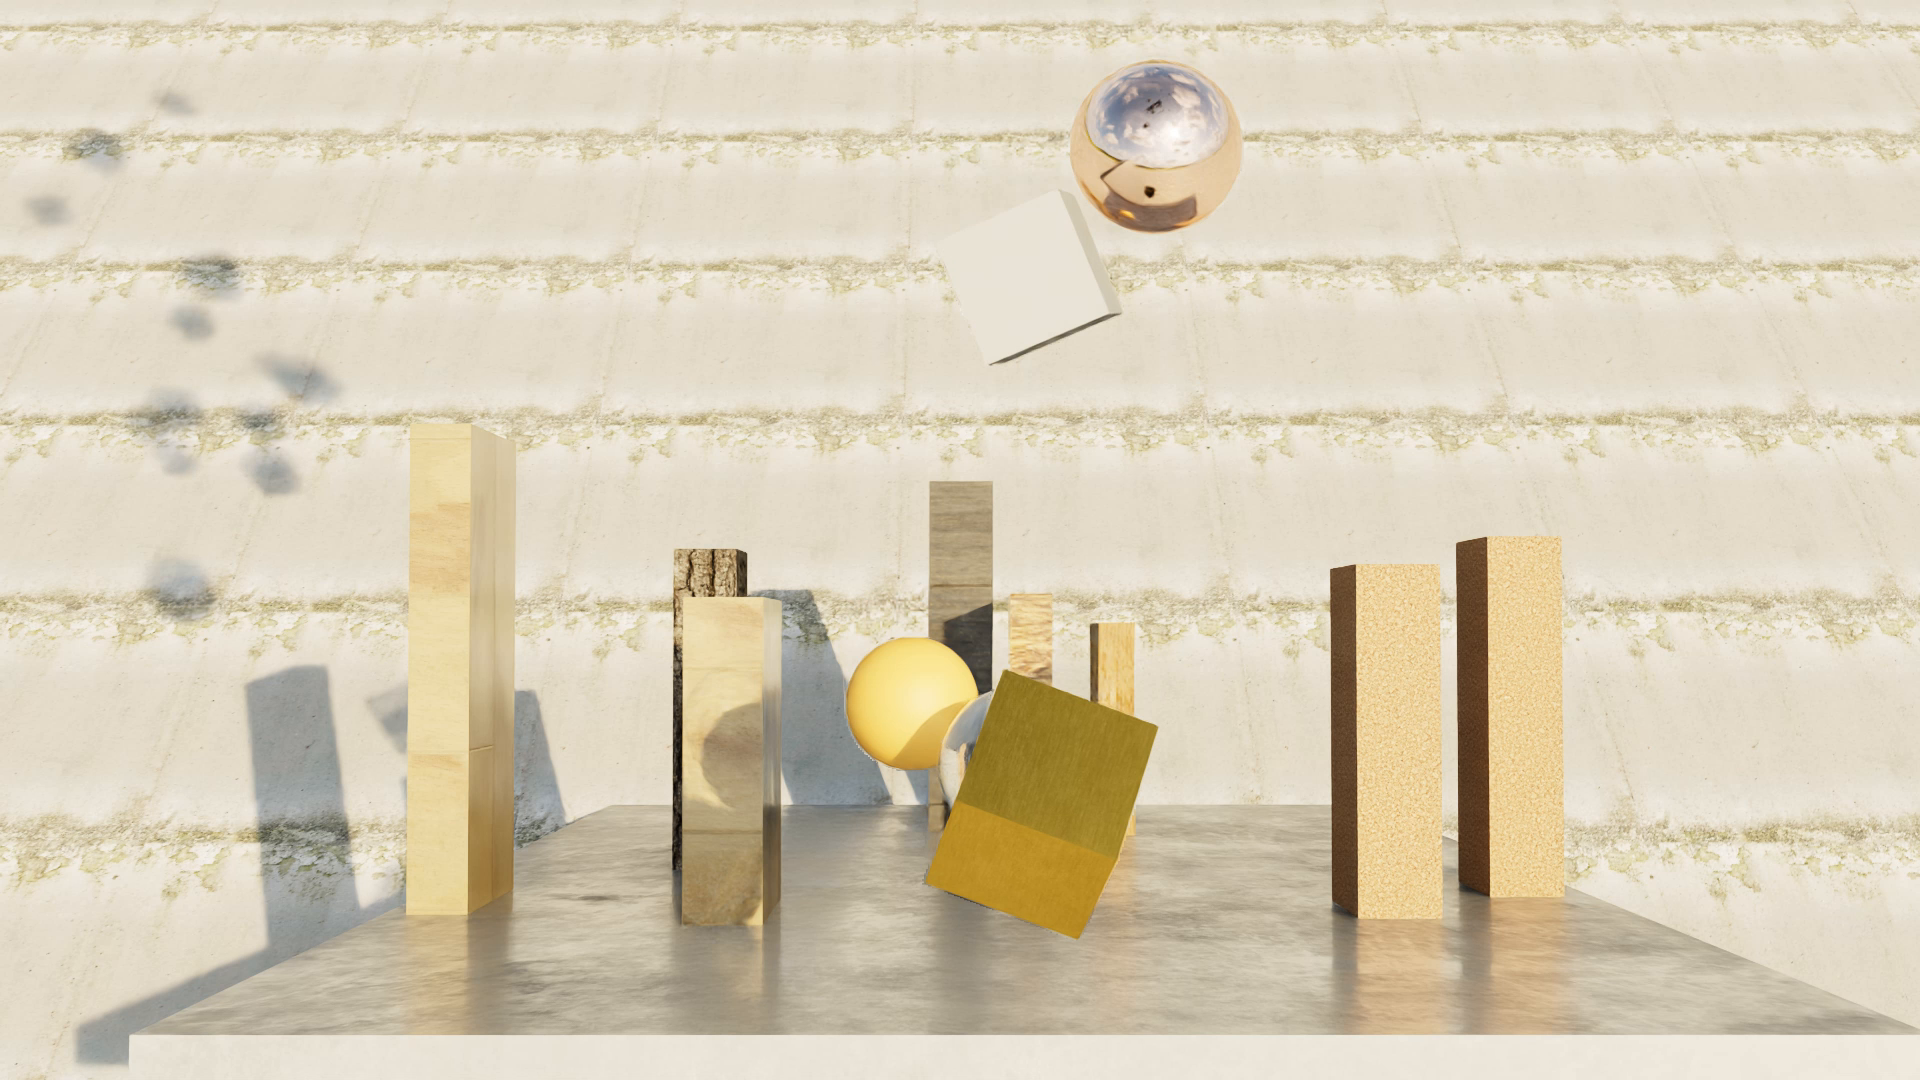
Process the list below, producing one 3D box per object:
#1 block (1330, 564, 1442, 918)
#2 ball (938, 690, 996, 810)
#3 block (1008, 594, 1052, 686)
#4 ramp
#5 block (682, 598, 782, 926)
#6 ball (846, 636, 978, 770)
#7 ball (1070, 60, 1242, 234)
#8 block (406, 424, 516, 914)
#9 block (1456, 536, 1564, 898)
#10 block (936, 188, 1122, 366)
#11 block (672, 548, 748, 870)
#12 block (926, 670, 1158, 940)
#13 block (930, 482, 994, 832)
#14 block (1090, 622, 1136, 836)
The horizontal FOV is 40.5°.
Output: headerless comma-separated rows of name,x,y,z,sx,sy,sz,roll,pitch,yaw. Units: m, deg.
block,0.691,0.321,4.234,0.132,0.557,0.290,0,-2,0
ball,0.071,0.270,3.100,0.194,0.194,0.194,0,36,0
block,0.152,0.388,5.697,0.089,0.535,0.331,0,-2,0
ramp,0.079,0.674,4.878,2.000,0.100,4.000,0,-2,0
block,-0.365,0.347,4.204,0.123,0.503,0.414,0,-2,0
ball,-0.061,0.208,3.304,0.170,0.170,0.170,0,36,0
ball,0.223,-0.447,2.957,0.197,0.197,0.197,0,36,0
block,-0.833,0.213,4.365,0.097,0.784,0.425,0,-2,0
block,0.964,0.306,4.571,0.126,0.614,0.282,0,-2,0
block,0.078,-0.287,2.845,0.143,0.143,0.143,-22,1,11
block,-0.487,0.326,5.080,0.121,0.611,0.257,0,-2,0
block,0.082,0.268,2.634,0.167,0.167,0.167,20,52,2
block,0.003,0.271,6.122,0.146,0.800,0.354,0,-2,0
block,0.351,0.430,6.032,0.080,0.475,0.432,0,-2,0
